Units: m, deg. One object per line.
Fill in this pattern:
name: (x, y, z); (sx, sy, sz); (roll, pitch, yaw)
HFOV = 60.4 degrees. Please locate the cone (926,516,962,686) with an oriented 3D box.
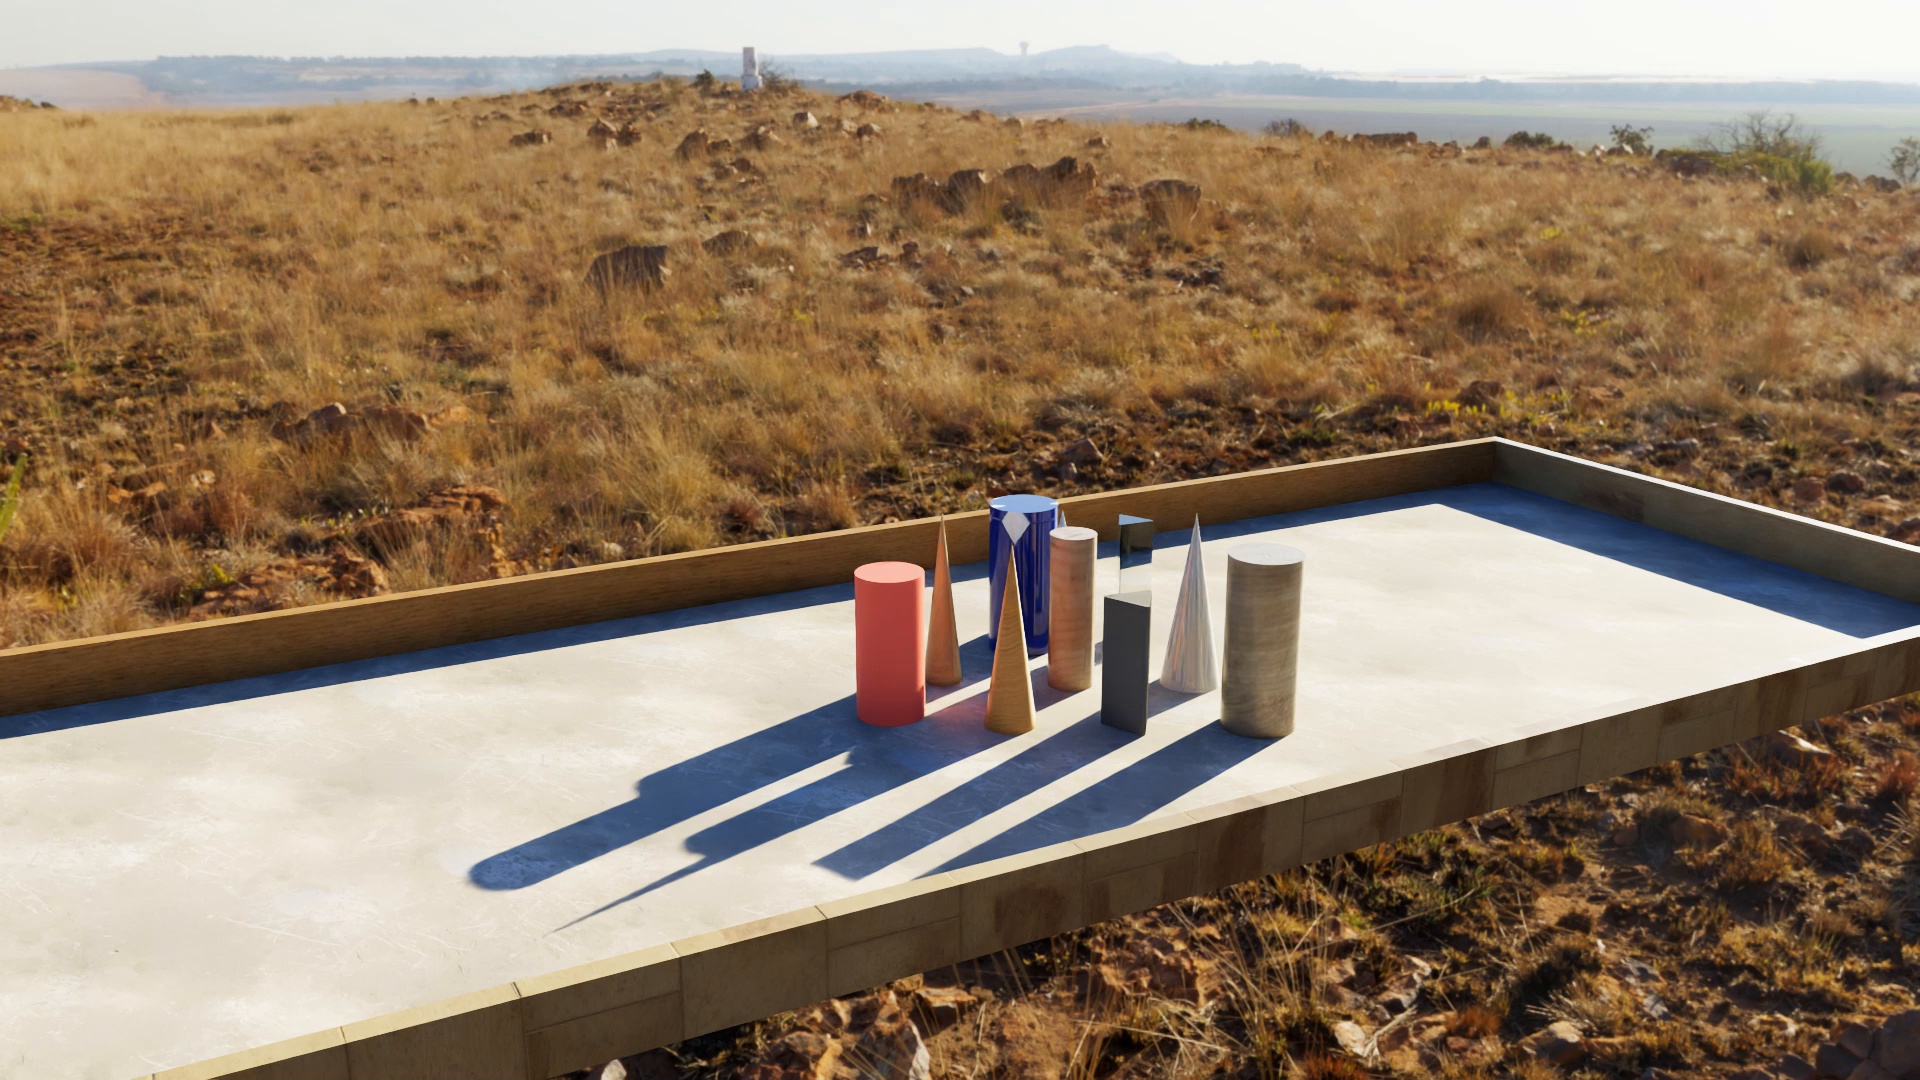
cone: (-0.044, 0.138, 4.094); (0.101, 0.447, 0.101); (0, 16, 0)

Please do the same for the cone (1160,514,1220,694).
cone: (0.577, 0.146, 4.078); (0.152, 0.440, 0.152); (0, 16, 0)

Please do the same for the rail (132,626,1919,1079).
rail: (-2.336, 1.006, 1.665); (12.000, 0.150, 0.050); (-9, 18, -27)

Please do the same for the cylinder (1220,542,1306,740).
cylinder: (0.700, 0.232, 3.819); (0.177, 0.420, 0.177); (0, 16, 0)

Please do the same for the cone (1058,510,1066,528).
cone: (0.284, 0.062, 4.606); (0.140, 0.304, 0.140); (0, 16, 0)

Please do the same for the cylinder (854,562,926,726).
cylinder: (-0.164, 0.245, 3.893); (0.164, 0.355, 0.164); (0, 16, 0)

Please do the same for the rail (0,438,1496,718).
rail: (-3.305, 0.497, 3.399); (12.000, 0.150, 0.050); (-9, 18, -27)

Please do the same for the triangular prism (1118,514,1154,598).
triangular prism: (0.444, 0.106, 4.394); (0.101, 0.339, 0.088); (-7, 18, -23)

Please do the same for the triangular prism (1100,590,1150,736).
triangular prism: (0.411, 0.279, 3.846); (0.122, 0.314, 0.105); (13, 21, 37)

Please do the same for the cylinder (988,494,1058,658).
cylinder: (0.166, 0.093, 4.343); (0.179, 0.392, 0.179); (0, 16, 0)

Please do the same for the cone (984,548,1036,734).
cone: (0.119, 0.219, 3.817); (0.125, 0.448, 0.125); (0, 16, 0)

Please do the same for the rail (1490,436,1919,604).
rail: (2.466, -0.048, 5.253); (0.050, 0.150, 2.100); (-9, 18, -27)

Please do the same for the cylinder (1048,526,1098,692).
cylinder: (0.277, 0.171, 4.079); (0.116, 0.391, 0.116); (0, 16, 0)
